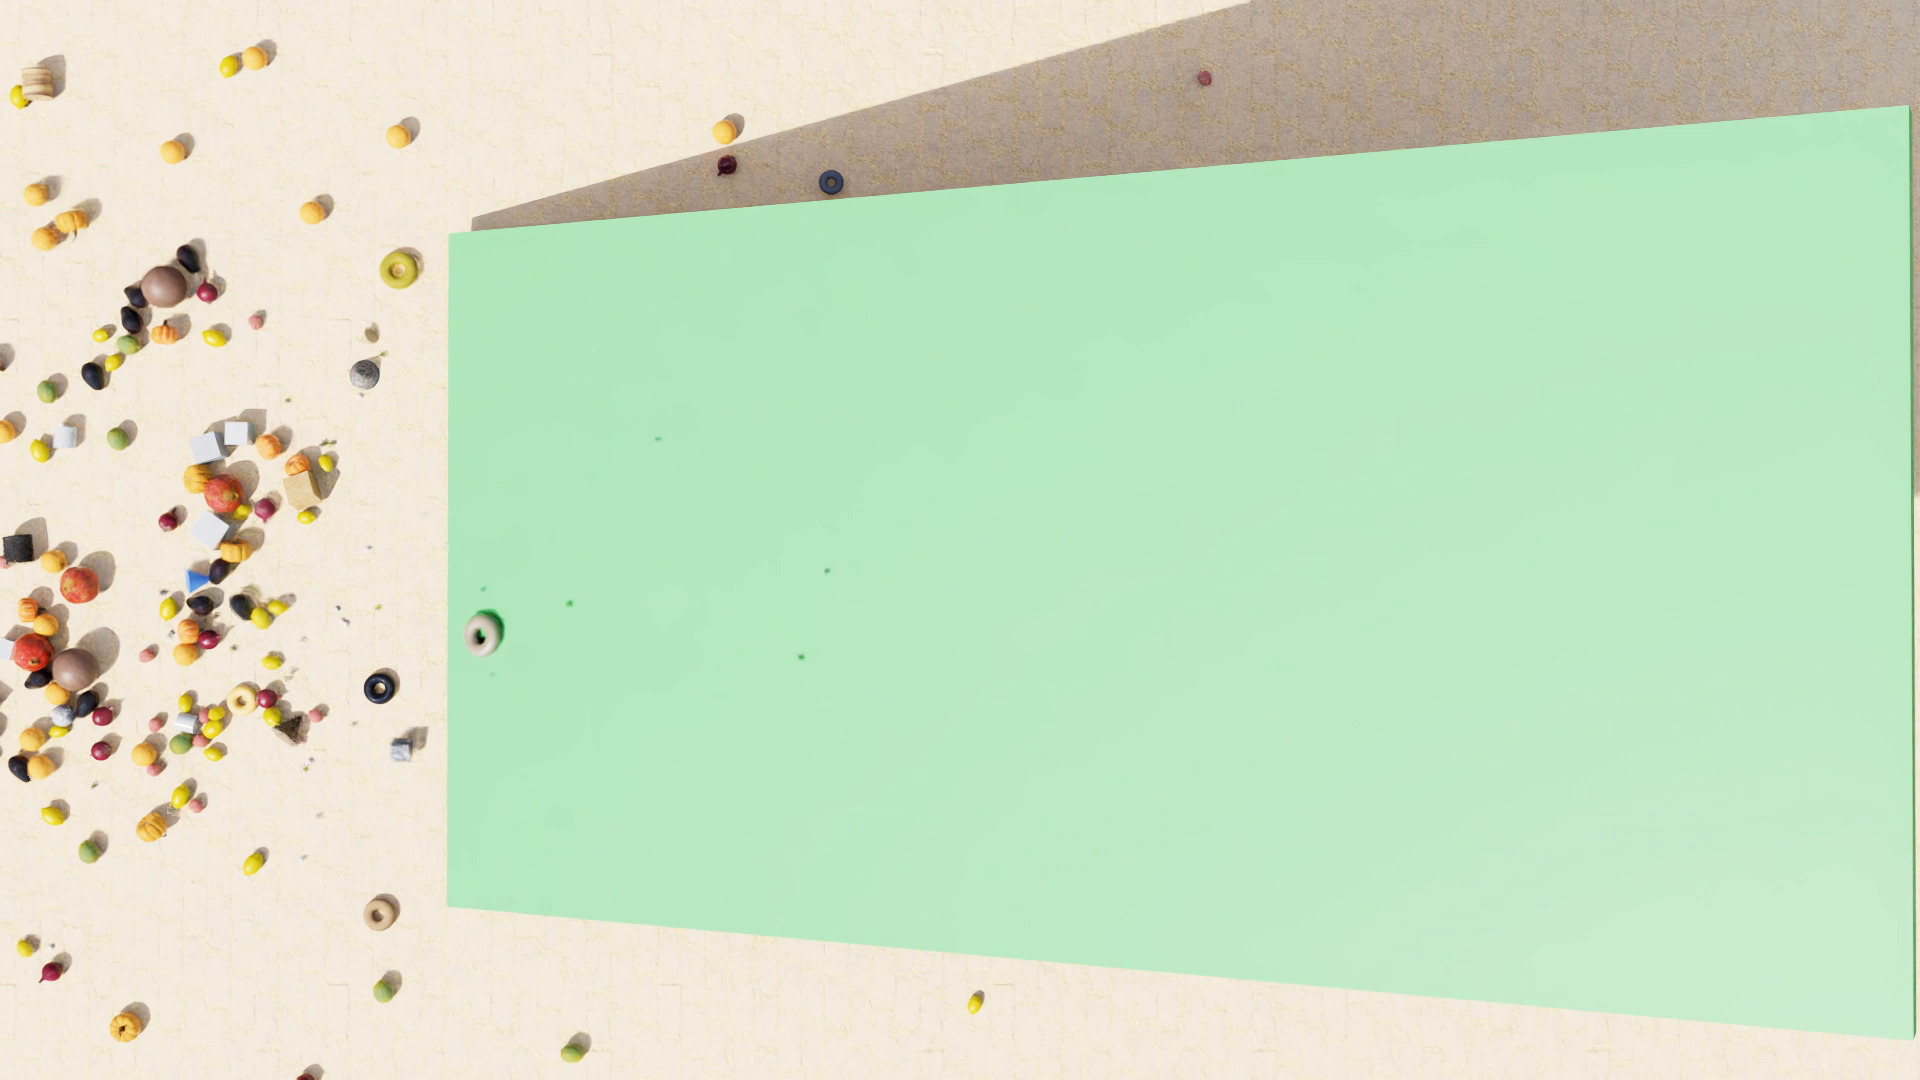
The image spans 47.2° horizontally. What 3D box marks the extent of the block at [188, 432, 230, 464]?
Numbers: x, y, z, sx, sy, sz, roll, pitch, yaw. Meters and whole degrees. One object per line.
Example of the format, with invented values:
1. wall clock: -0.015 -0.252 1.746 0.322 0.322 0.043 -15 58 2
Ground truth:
1. block: -2.249 -0.275 6.586 0.077 0.077 0.077 -18 89 0

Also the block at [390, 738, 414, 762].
1. block: -1.669 0.627 6.573 0.054 0.054 0.054 -3 111 -3

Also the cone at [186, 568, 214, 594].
1. cone: -2.279 0.119 6.604 0.077 0.077 0.077 -6 89 -27

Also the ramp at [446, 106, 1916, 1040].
1. ramp: 0.278 0.079 5.660 4.000 0.100 2.000 0 89 27

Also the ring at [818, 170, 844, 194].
1. ring: -0.387 -1.077 6.622 0.075 0.025 0.075 0 91 0

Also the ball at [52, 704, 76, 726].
1. ball: -2.685 0.525 6.583 0.067 0.067 0.067 0 89 0

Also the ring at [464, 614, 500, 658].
1. ring: -1.400 0.279 6.443 0.129 0.043 0.129 0 89 29

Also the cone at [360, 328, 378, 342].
1. cone: -1.790 -0.605 6.617 0.052 0.052 0.052 -26 89 26

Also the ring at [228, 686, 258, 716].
1. ring: -2.155 0.483 6.602 0.092 0.031 0.092 0 90 -1

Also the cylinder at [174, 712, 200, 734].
1. cylinder: -2.315 0.548 6.589 0.055 0.055 0.055 14 89 0

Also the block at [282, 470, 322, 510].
1. block: -1.965 -0.147 6.575 0.079 0.079 0.079 -19 74 0

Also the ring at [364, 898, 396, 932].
1. ring: -1.741 1.124 6.594 0.098 0.033 0.098 0 90 1

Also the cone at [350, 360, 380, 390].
1. cone: -1.794 -0.498 6.582 0.092 0.092 0.092 0 89 0

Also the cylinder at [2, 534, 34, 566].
1. cylinder: -2.817 0.029 6.581 0.083 0.083 0.083 -7 89 0

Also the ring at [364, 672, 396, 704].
1. ring: -1.742 0.446 6.602 0.098 0.033 0.098 0 90 -1

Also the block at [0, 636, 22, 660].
1. block: -2.857 0.325 6.590 0.057 0.057 0.057 16 89 0

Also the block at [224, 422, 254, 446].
1. block: -2.160 -0.318 6.593 0.066 0.066 0.066 1 89 0

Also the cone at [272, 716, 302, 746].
1. cone: -2.002 0.558 6.597 0.088 0.088 0.088 35 62 0

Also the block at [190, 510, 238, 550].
1. block: -2.231 -0.030 6.579 0.086 0.086 0.086 35 89 0

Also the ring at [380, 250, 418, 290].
1. ring: -1.687 -0.811 6.612 0.117 0.039 0.117 0 88 1
